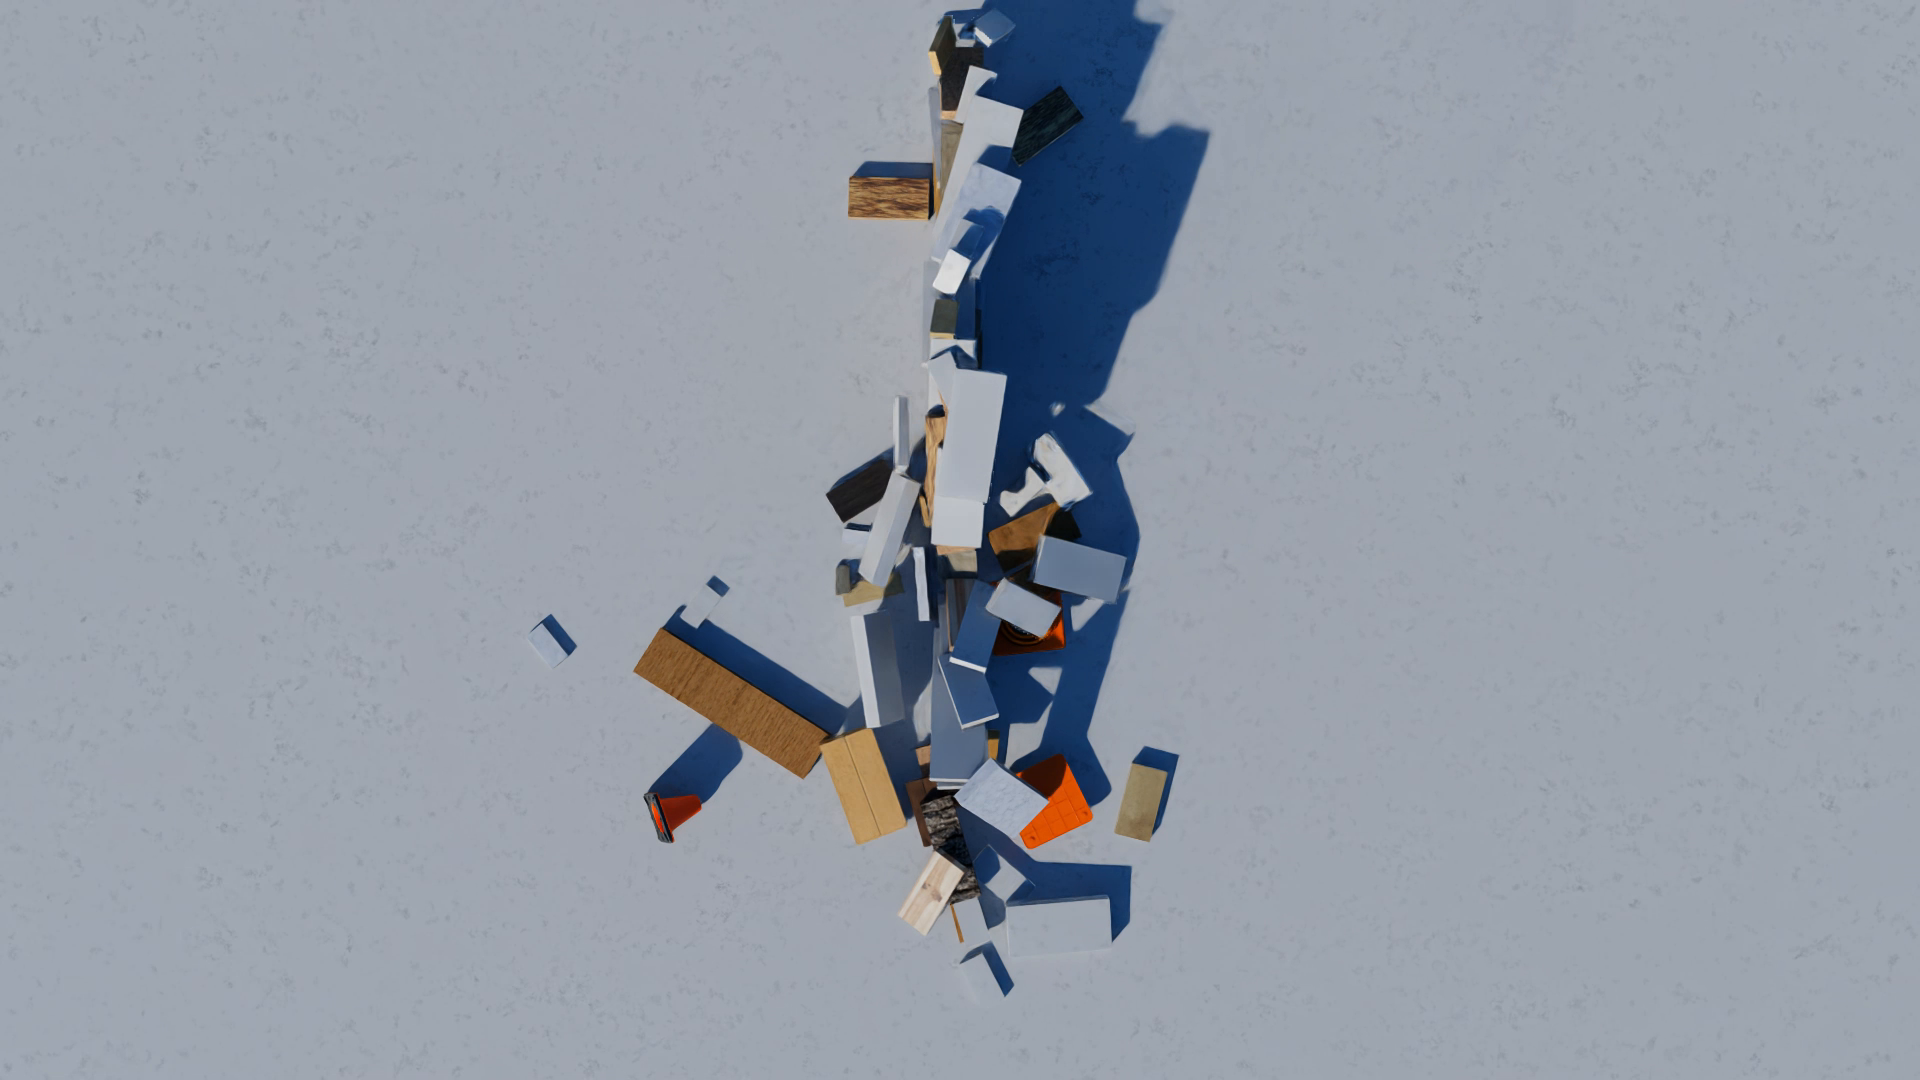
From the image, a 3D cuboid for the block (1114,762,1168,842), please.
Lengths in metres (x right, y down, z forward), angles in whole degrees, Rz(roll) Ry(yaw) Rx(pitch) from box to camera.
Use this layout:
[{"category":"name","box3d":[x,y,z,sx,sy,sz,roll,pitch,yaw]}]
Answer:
[{"category":"block","box3d":[0.600,0.872,5.483,0.120,0.034,0.239,14,90,0]}]

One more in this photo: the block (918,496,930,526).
[{"category":"block","box3d":[-0.114,-0.094,5.317,0.014,0.048,0.096,-13,102,-7]}]

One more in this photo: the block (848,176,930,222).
[{"category":"block","box3d":[-0.236,-1.134,5.481,0.265,0.038,0.133,2,90,0]}]

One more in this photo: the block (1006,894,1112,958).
[{"category":"block","box3d":[0.327,1.278,5.459,0.342,0.048,0.171,-4,94,-4]}]

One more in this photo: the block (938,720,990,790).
[{"category":"block","box3d":[0.006,0.642,5.411,0.171,0.048,0.342,-2,71,-1]}]

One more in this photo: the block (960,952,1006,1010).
[{"category":"block","box3d":[0.075,1.467,5.488,0.085,0.024,0.170,-27,90,0]}]

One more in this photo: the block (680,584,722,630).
[{"category":"block","box3d":[-0.862,0.223,5.490,0.070,0.020,0.140,39,90,0]}]

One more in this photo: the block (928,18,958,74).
[{"category":"block","box3d":[-0.055,-1.593,5.315,0.025,0.089,0.177,6,55,20]}]

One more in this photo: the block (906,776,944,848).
[{"category":"block","box3d":[-0.097,0.893,5.452,0.110,0.031,0.221,-16,93,0]}]

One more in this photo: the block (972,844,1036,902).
[{"category":"block","box3d":[0.138,1.121,5.485,0.211,0.030,0.105,41,90,0]}]

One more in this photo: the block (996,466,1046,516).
[{"category":"block","box3d":[0.203,-0.160,5.459,0.161,0.023,0.081,-44,78,16]}]

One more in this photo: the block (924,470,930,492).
[{"category":"block","box3d":[-0.037,-0.266,5.235,0.122,0.035,0.244,8,92,0]}]

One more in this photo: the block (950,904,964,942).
[{"category":"block","box3d":[0.020,1.245,5.488,0.085,0.024,0.170,-14,90,0]}]

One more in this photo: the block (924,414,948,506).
[{"category":"block","box3d":[-0.030,-0.252,5.159,0.143,0.040,0.285,-2,109,2]}]

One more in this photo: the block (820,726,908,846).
[{"category":"block","box3d":[-0.319,0.809,5.449,0.179,0.051,0.357,-20,96,-4]}]

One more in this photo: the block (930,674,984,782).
[{"category":"block","box3d":[-0.007,0.606,5.321,0.171,0.048,0.342,2,71,0]}]

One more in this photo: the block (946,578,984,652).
[{"category":"block","box3d":[0.021,0.245,5.392,0.124,0.035,0.248,1,61,-9]}]

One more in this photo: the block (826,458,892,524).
[{"category":"block","box3d":[-0.321,-0.163,5.484,0.226,0.032,0.113,-32,90,0]}]

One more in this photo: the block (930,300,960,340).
[{"category":"block","box3d":[-0.047,-0.683,5.094,0.076,0.021,0.151,5,50,3]}]

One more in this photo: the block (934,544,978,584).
[{"category":"block","box3d":[-0.016,0.006,5.435,0.133,0.038,0.266,-4,106,1]}]

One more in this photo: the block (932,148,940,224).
[{"category":"block","box3d":[-0.001,-1.127,5.439,0.168,0.048,0.336,-2,90,0]}]

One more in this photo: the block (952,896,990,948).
[{"category":"block","box3d":[0.036,1.254,5.464,0.085,0.024,0.170,-17,90,0]}]

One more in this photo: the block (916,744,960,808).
[{"category":"block","box3d":[-0.068,0.787,5.484,0.110,0.031,0.221,-14,90,0]}]

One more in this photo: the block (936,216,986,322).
[{"category":"block","box3d":[0.001,-0.890,5.416,0.168,0.048,0.336,2,111,-1]}]

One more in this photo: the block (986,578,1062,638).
[{"category":"block","box3d":[0.205,0.221,5.348,0.238,0.034,0.119,27,98,-32]}]

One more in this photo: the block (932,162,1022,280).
[{"category":"block","box3d":[0.052,-0.999,5.156,0.165,0.047,0.330,23,86,4]}]

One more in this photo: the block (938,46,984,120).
[{"category":"block","box3d":[0.006,-1.478,5.332,0.144,0.041,0.287,0,60,-4]}]

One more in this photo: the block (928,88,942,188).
[{"category":"block","box3d":[-0.008,-1.321,5.396,0.168,0.048,0.336,-5,77,-1]}]

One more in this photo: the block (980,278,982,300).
[{"category":"block","box3d":[0.001,-0.742,5.427,0.133,0.038,0.265,2,112,-1]}]

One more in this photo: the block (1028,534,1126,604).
[{"category":"block","box3d":[0.386,0.095,5.412,0.315,0.045,0.157,14,90,-25]}]

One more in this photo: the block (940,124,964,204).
[{"category":"block","box3d":[0.008,-1.143,5.294,0.144,0.041,0.367,2,99,-2]}]

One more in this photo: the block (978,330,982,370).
[{"category":"block","box3d":[-0.005,-0.525,5.345,0.152,0.043,0.304,1,94,0]}]

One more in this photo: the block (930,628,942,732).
[{"category":"block","box3d":[-0.006,0.463,5.421,0.171,0.048,0.342,2,71,0]}]

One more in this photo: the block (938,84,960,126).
[{"category":"block","box3d":[0.010,-1.348,5.357,0.144,0.041,0.287,-4,76,-1]}]

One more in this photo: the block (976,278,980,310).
[{"category":"block","box3d":[-0.001,-0.772,5.356,0.133,0.038,0.266,1,101,0]}]
